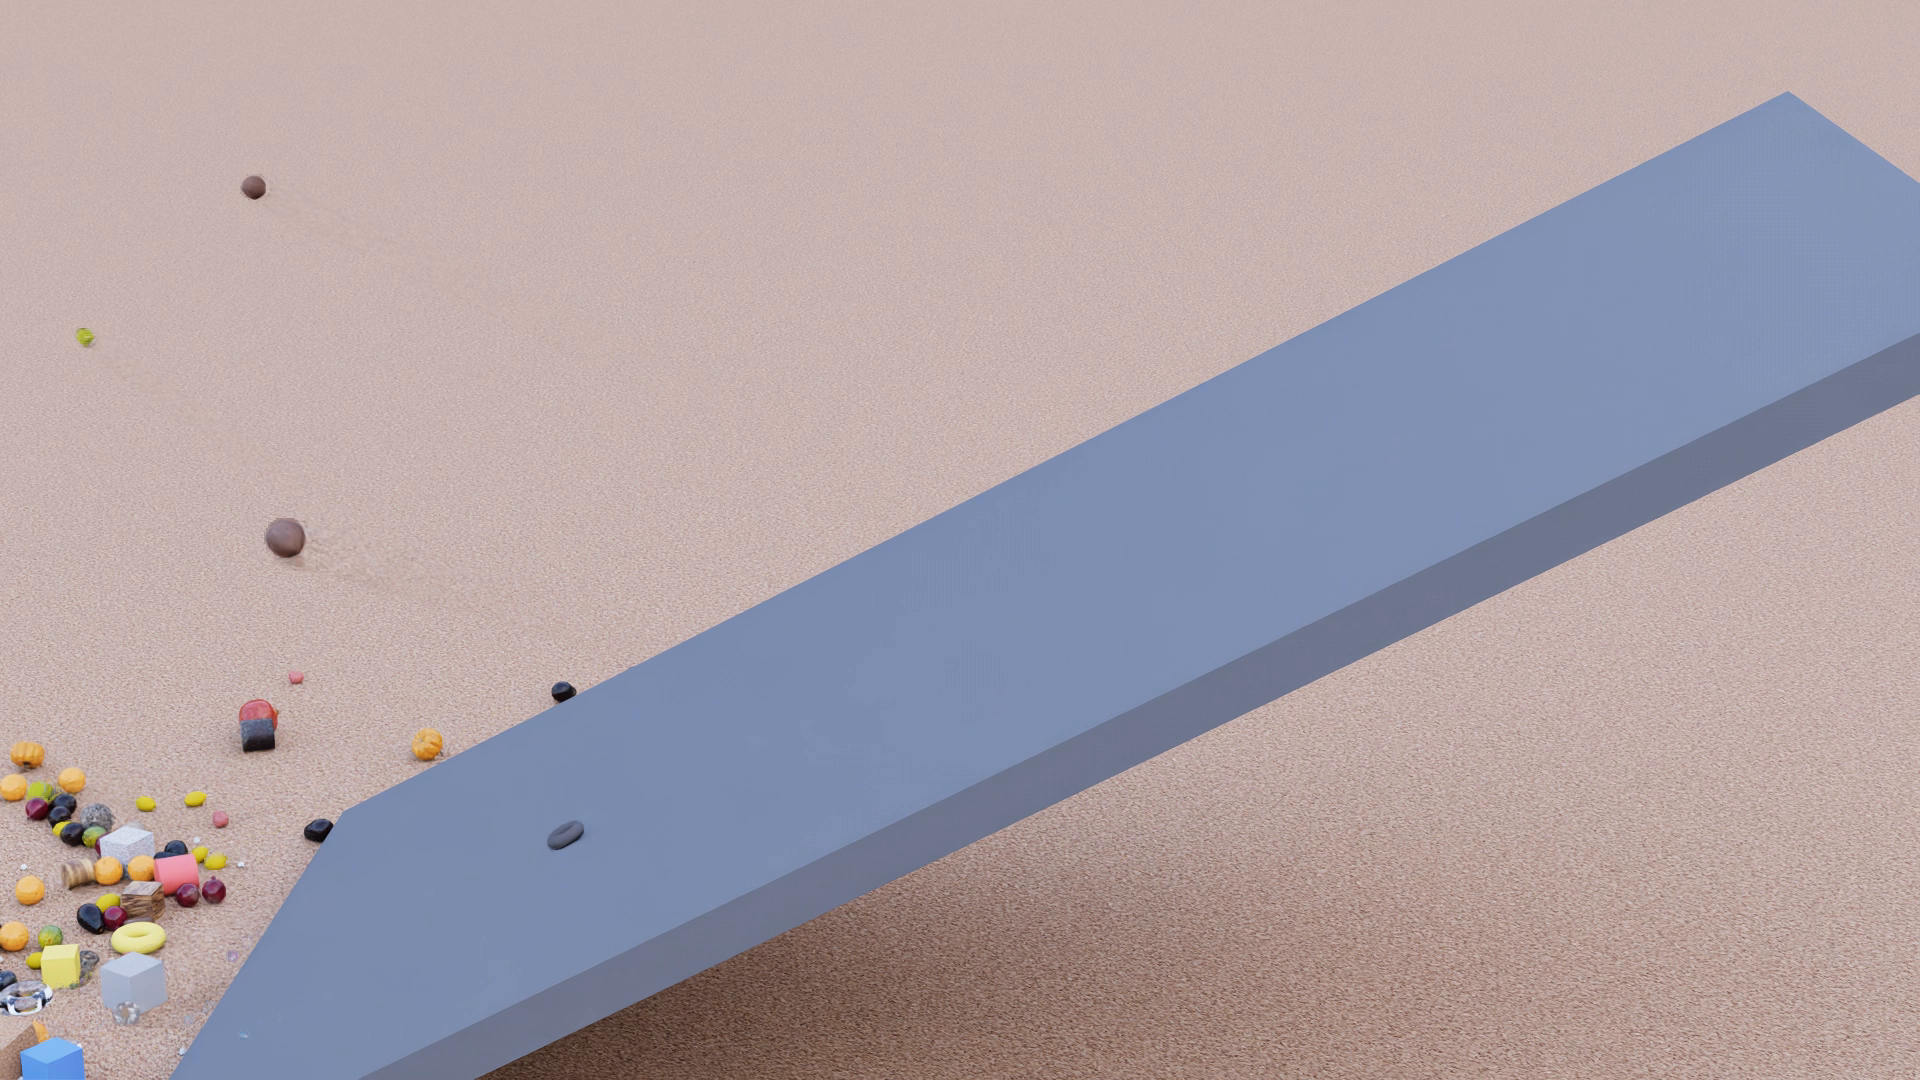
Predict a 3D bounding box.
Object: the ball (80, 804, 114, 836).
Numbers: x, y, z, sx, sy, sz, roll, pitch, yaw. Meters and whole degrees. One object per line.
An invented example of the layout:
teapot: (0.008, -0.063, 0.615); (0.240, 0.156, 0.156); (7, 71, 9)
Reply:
ball: (-2.246, 0.729, 7.656); (0.084, 0.084, 0.084); (0, 17, 0)

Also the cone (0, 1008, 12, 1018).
cone: (-2.135, 1.075, 6.575); (0.068, 0.068, 0.068); (0, 17, 0)

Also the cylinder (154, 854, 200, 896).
cylinder: (-1.948, 0.832, 7.311); (0.093, 0.093, 0.093); (-8, 19, -24)

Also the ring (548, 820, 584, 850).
ring: (-0.846, 0.633, 6.307); (0.087, 0.029, 0.087); (-26, 15, 8)

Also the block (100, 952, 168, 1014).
block: (-1.887, 1.014, 6.717); (0.100, 0.100, 0.100); (11, 21, 32)

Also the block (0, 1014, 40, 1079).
block: (-2.072, 1.108, 6.388); (0.099, 0.099, 0.099); (8, 31, 25)

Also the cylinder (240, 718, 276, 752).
cylinder: (-1.967, 0.545, 8.238); (0.087, 0.087, 0.087); (-5, 18, -16)

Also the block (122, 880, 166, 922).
block: (-1.992, 0.884, 7.172); (0.076, 0.076, 0.076); (2, 17, 6)

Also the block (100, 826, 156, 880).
block: (-2.105, 0.791, 7.441); (0.093, 0.093, 0.093); (9, 19, 26)

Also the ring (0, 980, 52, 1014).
ring: (-2.136, 1.045, 6.718); (0.123, 0.041, 0.123); (0, 19, 0)

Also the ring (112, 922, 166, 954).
ring: (-1.960, 0.951, 7.017); (0.127, 0.042, 0.127); (1, 18, 0)

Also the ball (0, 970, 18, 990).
ball: (-2.197, 1.020, 6.775); (0.054, 0.054, 0.054); (0, 17, 0)

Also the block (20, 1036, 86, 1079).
block: (-1.952, 1.139, 6.331); (0.091, 0.091, 0.091); (12, 21, 35)

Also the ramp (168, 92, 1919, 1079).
ramp: (0.141, 0.167, 6.281); (4.000, 0.100, 2.000); (-26, 14, 11)

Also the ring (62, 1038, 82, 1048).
ring: (-1.978, 1.125, 6.483); (0.083, 0.028, 0.083); (0, 19, 0)

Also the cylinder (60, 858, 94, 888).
cylinder: (-2.208, 0.834, 7.354); (0.063, 0.063, 0.063); (-13, 21, -35)

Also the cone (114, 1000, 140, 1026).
cone: (-1.890, 1.073, 6.652); (0.057, 0.057, 0.057); (-10, -7, -30)

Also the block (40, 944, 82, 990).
block: (-2.088, 0.991, 6.832); (0.075, 0.075, 0.075); (-3, 18, -9)

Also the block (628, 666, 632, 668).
block: (-0.949, 0.405, 8.744); (0.052, 0.052, 0.052); (-11, 20, -31)

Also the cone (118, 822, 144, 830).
cone: (-2.120, 0.783, 7.556); (0.087, 0.087, 0.087); (-12, 48, -34)

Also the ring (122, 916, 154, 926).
ring: (-1.984, 0.925, 7.105); (0.075, 0.025, 0.075); (-7, 1, 0)
